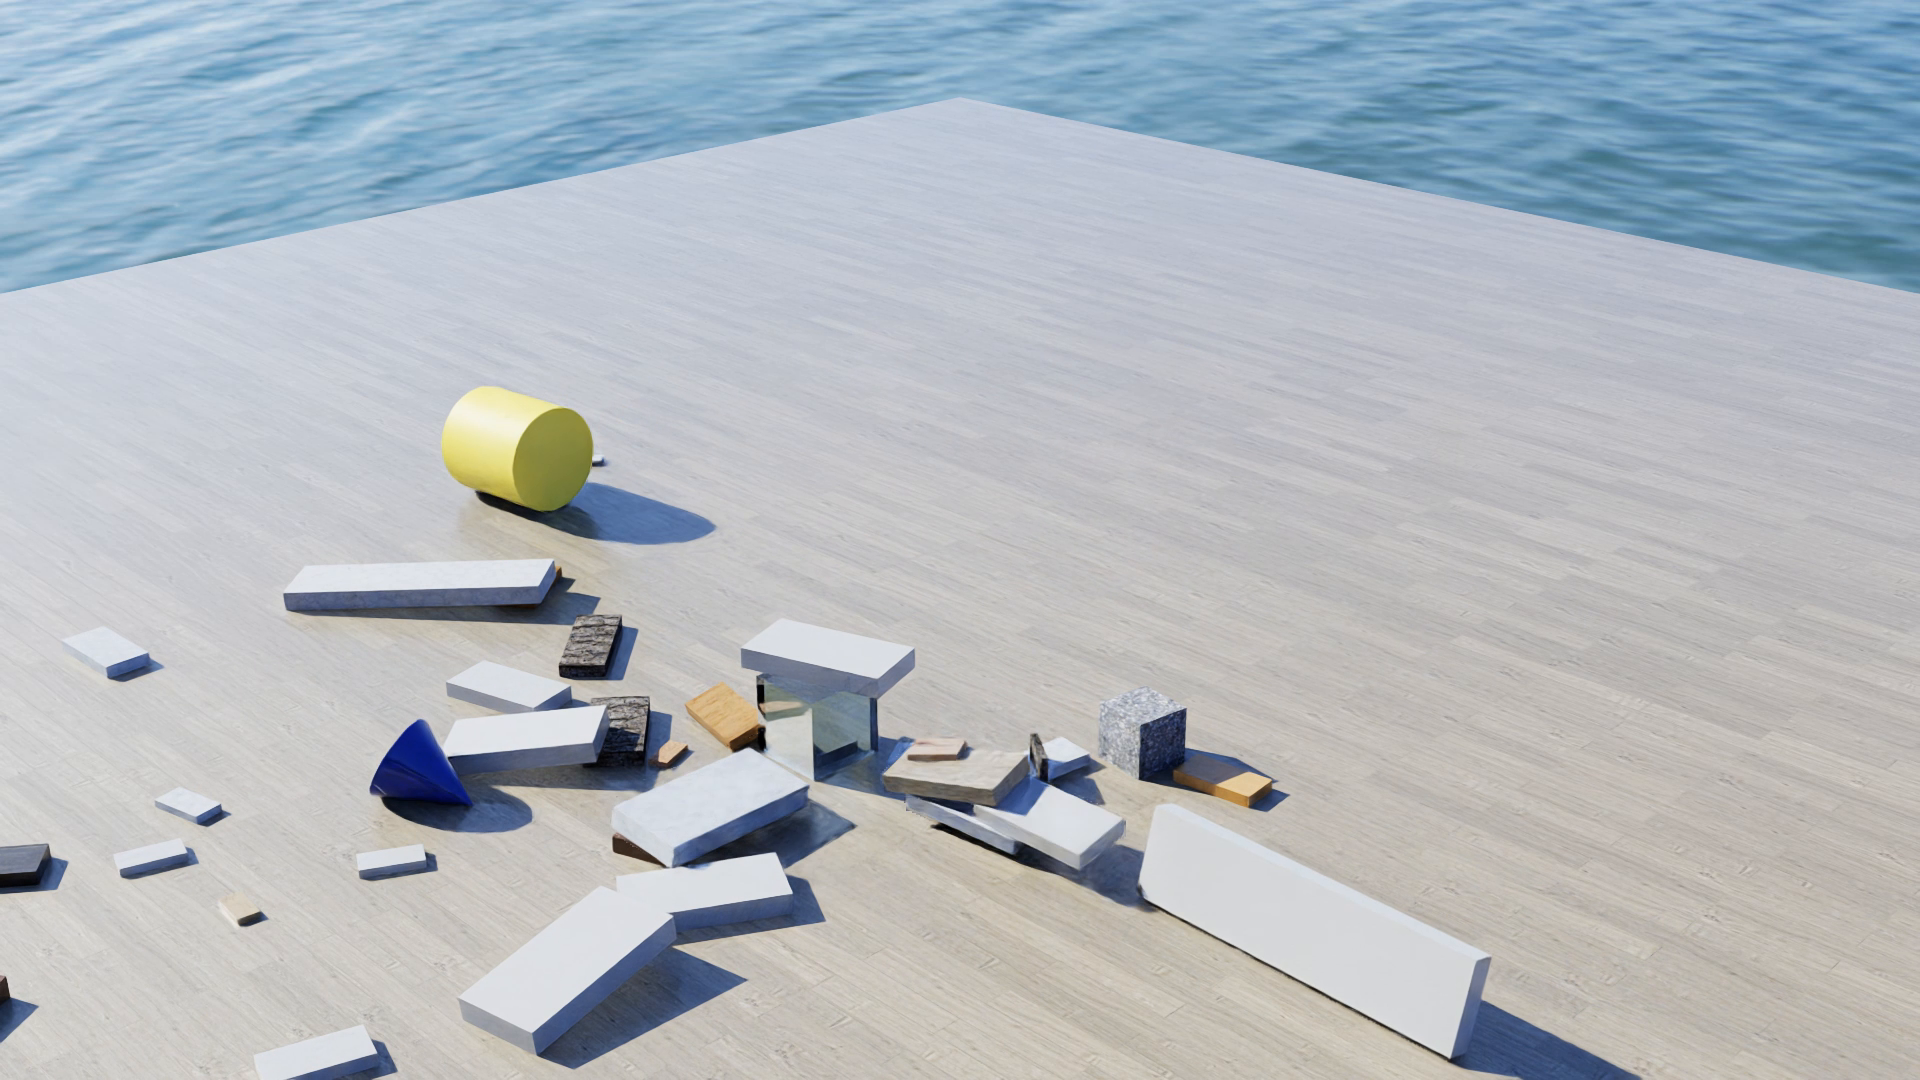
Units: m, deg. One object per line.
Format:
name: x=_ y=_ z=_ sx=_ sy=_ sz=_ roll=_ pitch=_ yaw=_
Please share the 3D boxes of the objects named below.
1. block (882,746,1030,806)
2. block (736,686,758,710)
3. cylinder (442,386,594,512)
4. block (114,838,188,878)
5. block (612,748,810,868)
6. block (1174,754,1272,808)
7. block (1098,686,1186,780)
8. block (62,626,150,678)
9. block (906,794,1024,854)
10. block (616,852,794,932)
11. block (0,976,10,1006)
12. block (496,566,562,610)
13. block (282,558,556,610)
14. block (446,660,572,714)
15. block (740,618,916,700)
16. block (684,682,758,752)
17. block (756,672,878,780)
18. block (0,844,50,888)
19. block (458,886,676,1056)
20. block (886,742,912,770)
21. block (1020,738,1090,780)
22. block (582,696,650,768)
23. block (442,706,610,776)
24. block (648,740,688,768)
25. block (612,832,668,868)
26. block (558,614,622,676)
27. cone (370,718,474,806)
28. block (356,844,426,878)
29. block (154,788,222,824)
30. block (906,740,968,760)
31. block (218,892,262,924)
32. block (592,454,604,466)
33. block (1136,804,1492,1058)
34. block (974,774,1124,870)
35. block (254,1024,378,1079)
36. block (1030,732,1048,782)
block: x=-0.008 y=0.464 z=4.382 sx=0.265 sy=0.038 sz=0.133 roll=3 pitch=29 yaw=34
block: x=-0.430 y=0.380 z=4.828 sx=0.099 sy=0.028 sz=0.199 roll=-19 pitch=30 yaw=-38
cylinder: x=-1.203 y=-0.250 z=5.982 sx=0.287 sy=0.287 sz=0.287 roll=17 pitch=28 yaw=35
block: x=-1.575 y=0.618 z=4.281 sx=0.127 sy=0.018 sz=0.063 roll=-12 pitch=26 yaw=-27
block: x=-0.492 y=0.528 z=4.362 sx=0.179 sy=0.051 sz=0.357 roll=27 pitch=32 yaw=35
block: x=0.544 y=0.498 z=4.555 sx=0.183 sy=0.026 sz=0.091 roll=17 pitch=29 yaw=35
block: x=0.384 y=0.405 z=4.640 sx=0.129 sy=0.129 sz=0.129 roll=-17 pitch=28 yaw=-34
block: x=-1.985 y=0.260 z=5.110 sx=0.211 sy=0.030 sz=0.105 roll=20 pitch=30 yaw=39
block: x=0.039 y=0.529 z=4.377 sx=0.266 sy=0.038 sz=0.133 roll=20 pitch=39 yaw=33
block: x=-0.480 y=0.667 z=4.133 sx=0.307 sy=0.043 sz=0.153 roll=-7 pitch=24 yaw=-15
block: x=-1.780 y=0.838 z=3.731 sx=0.153 sy=0.043 sz=0.320 roll=5 pitch=24 yaw=12
block: x=-1.069 y=0.114 z=5.456 sx=0.099 sy=0.028 sz=0.199 roll=4 pitch=23 yaw=9
block: x=-1.323 y=0.109 z=5.399 sx=0.633 sy=0.047 sz=0.165 roll=-2 pitch=23 yaw=4
block: x=-1.009 y=0.337 z=4.920 sx=0.254 sy=0.036 sz=0.127 roll=13 pitch=26 yaw=28
block: x=-0.279 y=0.249 z=4.654 sx=0.329 sy=0.047 sz=0.165 roll=11 pitch=25 yaw=24
block: x=-0.506 y=0.383 z=4.778 sx=0.099 sy=0.028 sz=0.199 roll=-31 pitch=37 yaw=-22
block: x=-0.302 y=0.370 z=4.659 sx=0.180 sy=0.180 sz=0.180 roll=-21 pitch=30 yaw=-40
block: x=-1.874 y=0.632 z=4.234 sx=0.211 sy=0.030 sz=0.105 roll=-3 pitch=23 yaw=-8
block: x=-0.686 y=0.752 z=3.869 sx=0.179 sy=0.051 sz=0.357 roll=15 pitch=35 yaw=32
block: x=-0.054 y=0.467 z=4.627 sx=0.183 sy=0.026 sz=0.091 roll=6 pitch=24 yaw=13
block: x=0.174 y=0.469 z=4.623 sx=0.184 sy=0.026 sz=0.092 roll=-17 pitch=28 yaw=-35
block: x=-0.740 y=0.412 z=4.744 sx=0.127 sy=0.036 sz=0.254 roll=-2 pitch=23 yaw=-4
block: x=-0.919 y=0.424 z=4.648 sx=0.329 sy=0.047 sz=0.165 roll=-6 pitch=23 yaw=4
block: x=-0.620 y=0.455 z=4.672 sx=0.045 sy=0.013 sz=0.090 roll=9 pitch=25 yaw=20
block: x=-0.568 y=0.563 z=4.388 sx=0.127 sy=0.036 sz=0.254 roll=11 pitch=25 yaw=24
block: x=-0.863 y=0.245 z=5.144 sx=0.105 sy=0.030 sz=0.273 roll=0 pitch=23 yaw=0
cone: x=-1.070 y=0.492 z=4.493 sx=0.187 sy=0.187 sz=0.187 roll=32 pitch=29 yaw=5
block: x=-1.104 y=0.623 z=4.269 sx=0.127 sy=0.018 sz=0.063 roll=-7 pitch=24 yaw=-16
block: x=-1.568 y=0.539 z=4.467 sx=0.127 sy=0.018 sz=0.063 roll=14 pitch=27 yaw=30
block: x=-0.046 y=0.423 z=4.426 sx=0.110 sy=0.016 sz=0.055 roll=-3 pitch=27 yaw=24
block: x=-1.350 y=0.689 z=4.120 sx=0.045 sy=0.013 sz=0.090 roll=-17 pitch=29 yaw=-35
block: x=-1.076 y=-0.228 z=6.279 sx=0.110 sy=0.016 sz=0.055 roll=1 pitch=23 yaw=2
block: x=0.611 y=0.682 z=3.915 sx=0.051 sy=0.179 sz=0.708 roll=-1 pitch=17 yaw=-46
block: x=0.171 y=0.541 z=4.261 sx=0.265 sy=0.038 sz=0.133 roll=21 pitch=40 yaw=38
block: x=-1.076 y=0.870 z=3.677 sx=0.184 sy=0.026 sz=0.092 roll=-12 pitch=26 yaw=-26
block: x=0.163 y=0.451 z=4.562 sx=0.016 sy=0.055 sz=0.110 roll=-4 pitch=23 yaw=-10
